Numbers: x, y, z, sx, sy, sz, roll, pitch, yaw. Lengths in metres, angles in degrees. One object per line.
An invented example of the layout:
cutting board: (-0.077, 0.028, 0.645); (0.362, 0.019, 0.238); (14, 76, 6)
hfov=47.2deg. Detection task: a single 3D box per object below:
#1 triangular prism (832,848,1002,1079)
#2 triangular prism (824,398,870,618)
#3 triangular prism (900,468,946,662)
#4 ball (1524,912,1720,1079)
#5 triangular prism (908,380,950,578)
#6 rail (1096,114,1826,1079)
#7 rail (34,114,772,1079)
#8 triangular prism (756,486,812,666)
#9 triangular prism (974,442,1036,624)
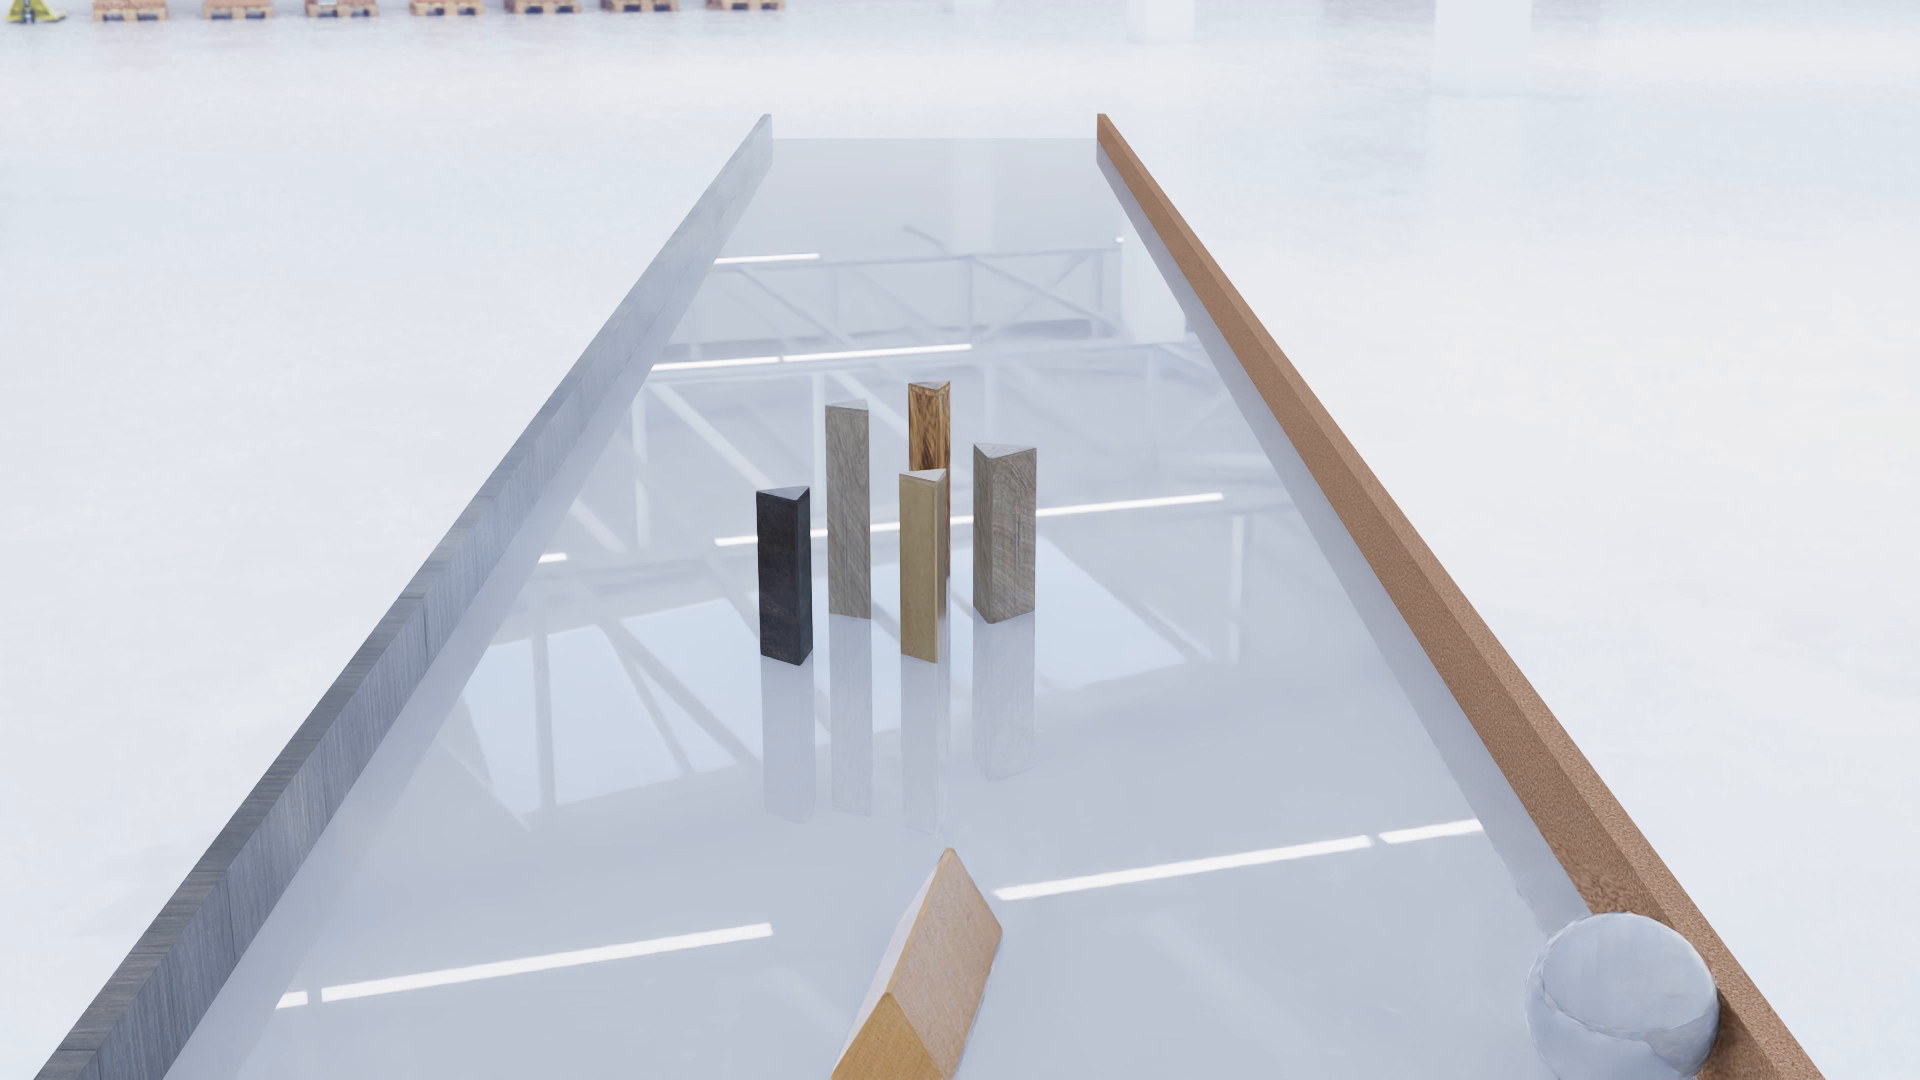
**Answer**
triangular prism: (-0.053, 0.577, 3.037); (0.155, 0.134, 0.450); (3, 17, 10)
triangular prism: (-0.217, -0.068, 4.657); (0.101, 0.455, 0.087); (8, 18, 24)
triangular prism: (-0.057, 0.048, 4.404); (0.096, 0.377, 0.083); (14, 21, 39)
ball: (0.842, 0.595, 2.804); (0.239, 0.239, 0.239); (0, 17, 0)
triangular prism: (-0.052, -0.128, 4.873); (0.081, 0.447, 0.093); (-15, 22, -41)
rail: (0.932, -0.844, 7.801); (0.050, 0.150, 12.000); (0, 17, -1)
rail: (-1.118, -0.838, 7.780); (0.050, 0.150, 12.000); (0, 17, -1)
triangular prism: (-0.332, 0.066, 4.403); (0.109, 0.343, 0.094); (13, 21, 38)
triangular prism: (0.071, -0.021, 4.666); (0.136, 0.360, 0.118); (-15, 22, -42)
